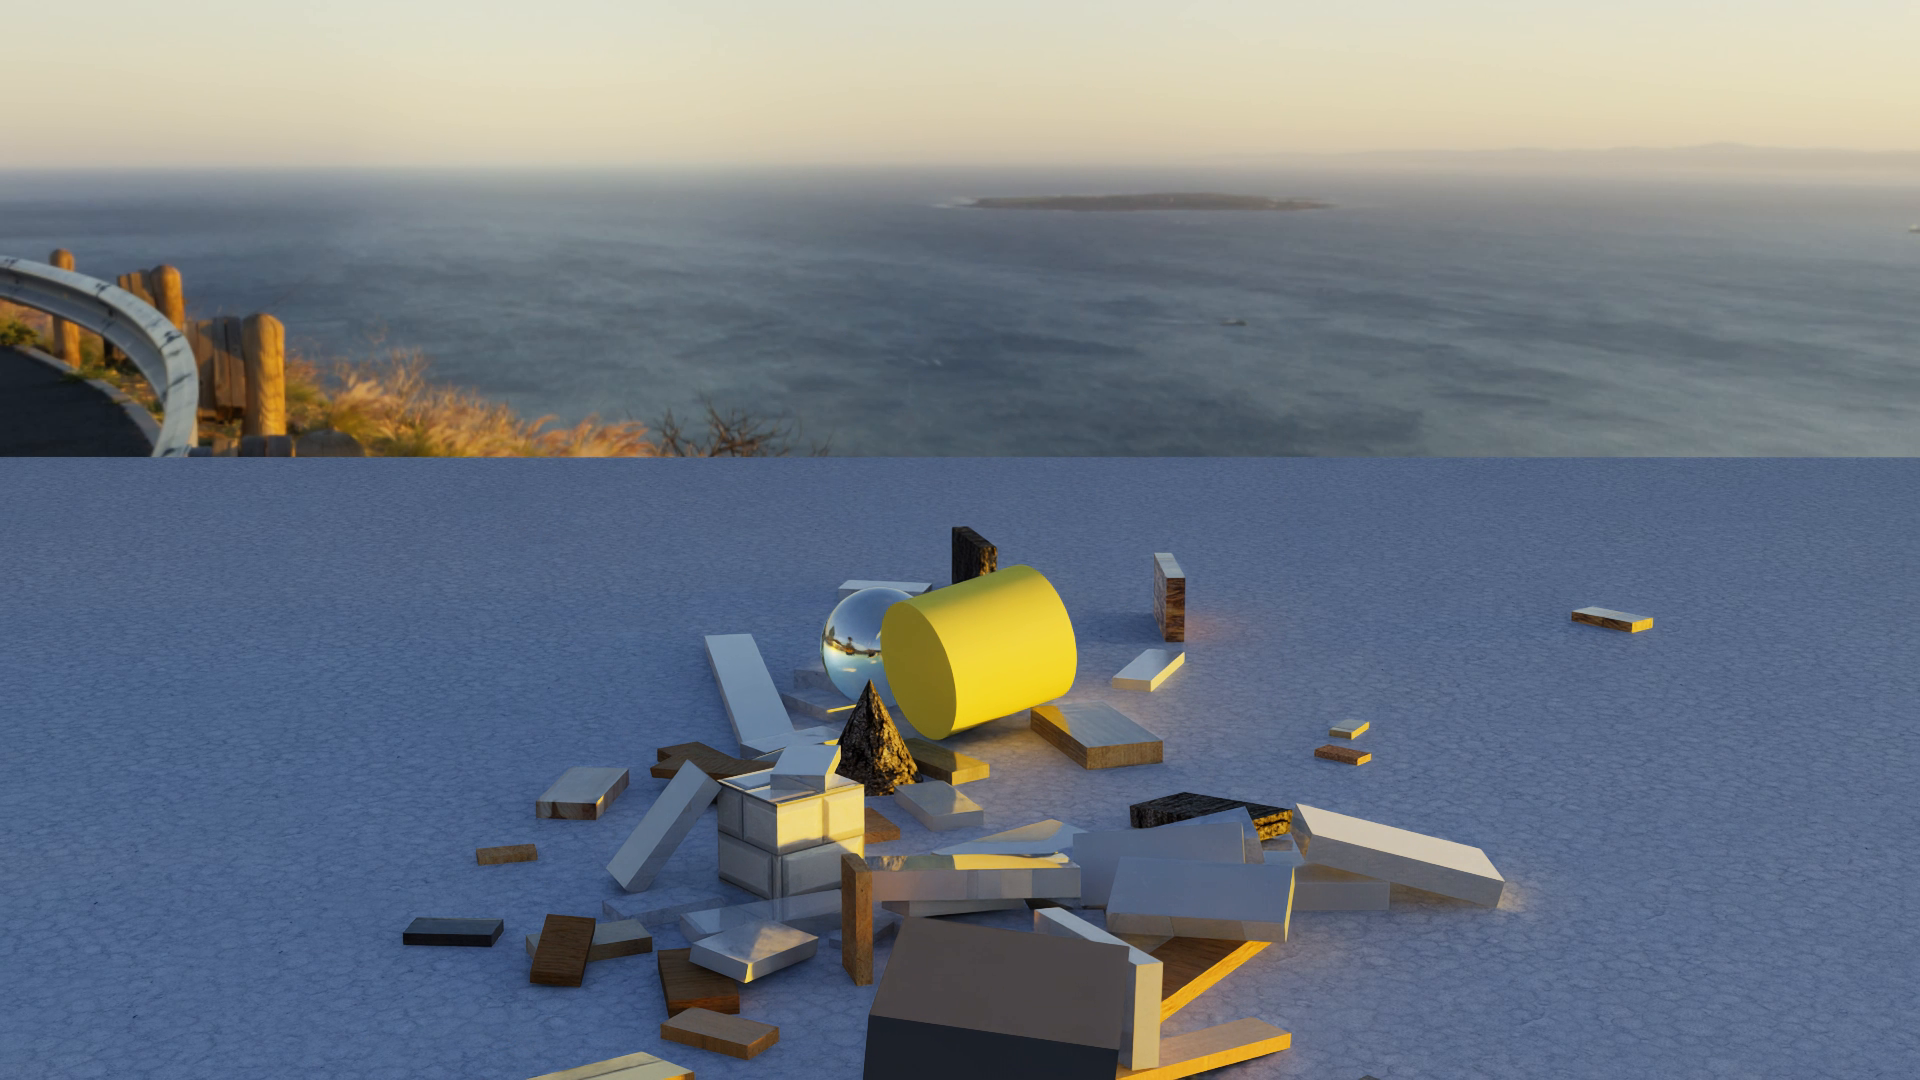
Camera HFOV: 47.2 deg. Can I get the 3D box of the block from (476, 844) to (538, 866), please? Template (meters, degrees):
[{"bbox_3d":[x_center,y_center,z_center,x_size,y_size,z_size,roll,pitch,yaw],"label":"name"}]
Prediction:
[{"bbox_3d":[-0.793,0.550,3.845,0.101,0.014,0.050,-3,11,-16],"label":"block"}]

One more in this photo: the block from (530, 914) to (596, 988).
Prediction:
[{"bbox_3d":[-0.600,0.621,3.330,0.075,0.021,0.149,6,24,-3],"label":"block"}]

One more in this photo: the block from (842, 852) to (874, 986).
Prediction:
[{"bbox_3d":[-0.155,0.569,3.301,0.025,0.176,0.088,-3,11,-17],"label":"block"}]

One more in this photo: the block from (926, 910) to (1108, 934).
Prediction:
[{"bbox_3d":[0.086,0.617,3.413,0.282,0.040,0.141,0,11,0],"label":"block"}]

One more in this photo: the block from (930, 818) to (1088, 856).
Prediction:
[{"bbox_3d":[0.103,0.545,3.800,0.282,0.040,0.141,-9,14,-40],"label":"block"}]

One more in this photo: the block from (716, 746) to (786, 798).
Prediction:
[{"bbox_3d":[-0.423,0.452,4.203,0.234,0.026,0.091,-17,13,-20],"label":"block"}]

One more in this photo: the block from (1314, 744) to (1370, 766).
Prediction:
[{"bbox_3d":[0.776,0.436,4.461,0.101,0.014,0.050,9,14,40],"label":"block"}]

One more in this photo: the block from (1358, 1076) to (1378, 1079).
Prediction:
[{"bbox_3d":[0.560,0.730,2.870,0.055,0.016,0.111,-10,14,-42],"label":"block"}]

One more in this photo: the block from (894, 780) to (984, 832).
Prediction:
[{"bbox_3d":[-0.041,0.495,4.103,0.101,0.029,0.203,-4,11,-21],"label":"block"}]

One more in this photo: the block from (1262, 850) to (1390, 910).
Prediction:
[{"bbox_3d":[0.536,0.567,3.666,0.329,0.047,0.164,0,11,0],"label":"block"}]

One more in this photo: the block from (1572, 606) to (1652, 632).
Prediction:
[{"bbox_3d":[1.681,0.205,5.674,0.090,0.026,0.181,-9,14,-39],"label":"block"}]

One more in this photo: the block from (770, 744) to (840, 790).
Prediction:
[{"bbox_3d":[-0.261,0.385,3.734,0.092,0.026,0.184,1,11,5],"label":"block"}]

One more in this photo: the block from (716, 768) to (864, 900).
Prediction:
[{"bbox_3d":[-0.285,0.493,3.706,0.177,0.177,0.177,-9,14,-39],"label":"block"}]

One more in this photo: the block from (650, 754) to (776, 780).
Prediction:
[{"bbox_3d":[-0.433,0.438,4.166,0.382,0.020,0.070,-1,17,41],"label":"block"}]

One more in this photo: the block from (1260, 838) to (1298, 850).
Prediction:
[{"bbox_3d":[0.563,0.548,3.824,0.181,0.026,0.090,4,11,20],"label":"block"}]

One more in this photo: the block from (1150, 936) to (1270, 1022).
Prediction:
[{"bbox_3d":[0.087,0.713,2.925,0.104,0.030,1.358,7,12,32],"label":"block"}]

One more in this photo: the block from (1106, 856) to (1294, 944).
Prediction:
[{"bbox_3d":[0.376,0.560,3.432,0.275,0.039,0.138,1,31,14],"label":"block"}]

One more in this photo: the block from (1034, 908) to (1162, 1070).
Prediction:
[{"bbox_3d":[0.182,0.606,2.993,0.040,0.141,0.282,-1,7,-26],"label":"block"}]

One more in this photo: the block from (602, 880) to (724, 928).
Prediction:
[{"bbox_3d":[-0.482,0.594,3.577,0.176,0.025,0.088,-7,12,-32],"label":"block"}]

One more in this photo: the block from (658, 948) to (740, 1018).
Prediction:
[{"bbox_3d":[-0.388,0.653,3.253,0.101,0.029,0.202,-2,11,-12],"label":"block"}]

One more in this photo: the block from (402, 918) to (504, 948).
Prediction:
[{"bbox_3d":[-0.798,0.618,3.465,0.140,0.020,0.070,1,11,4],"label":"block"}]

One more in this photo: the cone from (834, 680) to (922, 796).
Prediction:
[{"bbox_3d":[-0.175,0.370,4.289,0.207,0.207,0.207,0,11,0],"label":"cone"}]

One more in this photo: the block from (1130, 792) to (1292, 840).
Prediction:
[{"bbox_3d":[0.450,0.500,3.954,0.138,0.039,0.275,-8,6,-38],"label":"block"}]

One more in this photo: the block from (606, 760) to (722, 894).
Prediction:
[{"bbox_3d":[-0.499,0.484,3.703,0.032,0.229,0.114,40,-8,-25],"label":"block"}]

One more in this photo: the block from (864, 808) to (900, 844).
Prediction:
[{"bbox_3d":[-0.168,0.519,3.998,0.070,0.020,0.140,-5,12,-24],"label":"block"}]

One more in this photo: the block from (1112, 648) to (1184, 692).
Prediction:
[{"bbox_3d":[0.443,0.303,5.143,0.090,0.026,0.301,4,11,20],"label":"block"}]

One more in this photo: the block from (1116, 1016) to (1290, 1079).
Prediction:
[{"bbox_3d":[0.255,0.698,2.932,0.464,0.021,0.075,-3,10,-39],"label":"block"}]

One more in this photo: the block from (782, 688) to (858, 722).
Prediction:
[{"bbox_3d":[-0.304,0.361,4.833,0.091,0.026,0.183,-8,13,-36],"label":"block"}]

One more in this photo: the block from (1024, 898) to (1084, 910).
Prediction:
[{"bbox_3d":[0.152,0.588,3.532,0.111,0.055,0.016,9,51,41],"label":"block"}]

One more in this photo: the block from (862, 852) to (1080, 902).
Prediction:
[{"bbox_3d":[0.015,0.533,3.483,0.328,0.046,0.164,0,0,-7],"label":"block"}]

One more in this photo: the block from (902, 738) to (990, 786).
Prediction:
[{"bbox_3d":[-0.054,0.441,4.397,0.092,0.026,0.245,-8,13,-37],"label":"block"}]

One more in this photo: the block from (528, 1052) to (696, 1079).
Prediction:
[{"bbox_3d":[-0.517,0.717,2.772,0.330,0.046,0.164,-7,1,-32],"label":"block"}]

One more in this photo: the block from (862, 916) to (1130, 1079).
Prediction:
[{"bbox_3d":[0.039,0.637,2.558,0.275,0.275,0.275,7,14,5],"label":"block"}]

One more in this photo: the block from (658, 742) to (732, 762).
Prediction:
[{"bbox_3d":[-0.520,0.443,4.391,0.092,0.026,0.185,-7,13,-35],"label":"block"}]

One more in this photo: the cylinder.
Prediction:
[{"bbox_3d":[0.038,0.234,4.643,0.299,0.299,0.299,-17,18,-29],"label":"cylinder"}]

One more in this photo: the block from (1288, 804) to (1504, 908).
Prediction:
[{"bbox_3d":[0.725,0.525,3.669,0.329,0.047,0.164,14,10,-3],"label":"block"}]

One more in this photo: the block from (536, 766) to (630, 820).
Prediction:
[{"bbox_3d":[-0.714,0.480,4.175,0.114,0.032,0.229,1,11,7],"label":"block"}]

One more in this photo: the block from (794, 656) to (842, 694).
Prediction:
[{"bbox_3d":[-0.174,0.268,5.278,0.163,0.046,0.653,5,11,23],"label":"block"}]

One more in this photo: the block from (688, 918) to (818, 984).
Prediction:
[{"bbox_3d":[-0.310,0.619,3.326,0.101,0.029,0.202,15,9,26],"label":"block"}]

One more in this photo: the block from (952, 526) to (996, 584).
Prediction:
[{"bbox_3d":[0.038,0.072,6.011,0.046,0.163,0.327,-2,11,-13],"label":"block"}]

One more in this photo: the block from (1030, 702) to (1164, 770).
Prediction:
[{"bbox_3d":[0.279,0.402,4.552,0.164,0.046,0.328,-3,11,-18],"label":"block"}]

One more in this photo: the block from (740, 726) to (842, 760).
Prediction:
[{"bbox_3d":[-0.325,0.411,4.377,0.203,0.029,0.101,-9,14,-39],"label":"block"}]

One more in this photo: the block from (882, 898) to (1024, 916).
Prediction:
[{"bbox_3d":[-0.011,0.571,3.495,0.203,0.029,0.101,0,0,-27],"label":"block"}]

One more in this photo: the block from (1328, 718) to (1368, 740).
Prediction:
[{"bbox_3d":[0.823,0.400,4.655,0.050,0.014,0.101,6,12,30],"label":"block"}]

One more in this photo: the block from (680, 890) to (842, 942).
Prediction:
[{"bbox_3d":[-0.301,0.606,3.507,0.272,0.029,0.101,-5,12,-25],"label":"block"}]

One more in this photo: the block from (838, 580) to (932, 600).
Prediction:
[{"bbox_3d":[-0.204,0.141,5.993,0.236,0.033,0.118,2,11,11],"label":"block"}]

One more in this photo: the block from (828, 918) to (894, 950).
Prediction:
[{"bbox_3d":[-0.154,0.621,3.461,0.055,0.016,0.111,5,12,27],"label":"block"}]

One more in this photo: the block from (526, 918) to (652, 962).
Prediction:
[{"bbox_3d":[-0.575,0.626,3.409,0.176,0.025,0.088,-5,12,-24],"label":"block"}]

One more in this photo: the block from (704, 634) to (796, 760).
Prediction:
[{"bbox_3d":[-0.438,0.374,4.742,0.114,0.032,1.399,-2,11,-11],"label":"block"}]

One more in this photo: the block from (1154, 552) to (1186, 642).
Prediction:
[{"bbox_3d":[0.534,0.144,5.623,0.046,0.163,0.327,0,11,-1],"label":"block"}]

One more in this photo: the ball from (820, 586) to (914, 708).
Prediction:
[{"bbox_3d":[-0.175,0.236,4.848,0.266,0.266,0.266,0,11,0],"label":"ball"}]

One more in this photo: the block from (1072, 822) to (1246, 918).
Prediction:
[{"bbox_3d":[0.322,0.533,3.550,0.275,0.039,0.138,-5,49,9],"label":"block"}]

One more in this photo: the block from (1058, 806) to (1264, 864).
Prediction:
[{"bbox_3d":[0.332,0.528,3.671,0.328,0.047,0.164,-13,10,2],"label":"block"}]

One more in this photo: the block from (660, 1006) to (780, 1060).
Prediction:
[{"bbox_3d":[-0.336,0.689,3.077,0.149,0.021,0.075,6,12,29],"label":"block"}]
